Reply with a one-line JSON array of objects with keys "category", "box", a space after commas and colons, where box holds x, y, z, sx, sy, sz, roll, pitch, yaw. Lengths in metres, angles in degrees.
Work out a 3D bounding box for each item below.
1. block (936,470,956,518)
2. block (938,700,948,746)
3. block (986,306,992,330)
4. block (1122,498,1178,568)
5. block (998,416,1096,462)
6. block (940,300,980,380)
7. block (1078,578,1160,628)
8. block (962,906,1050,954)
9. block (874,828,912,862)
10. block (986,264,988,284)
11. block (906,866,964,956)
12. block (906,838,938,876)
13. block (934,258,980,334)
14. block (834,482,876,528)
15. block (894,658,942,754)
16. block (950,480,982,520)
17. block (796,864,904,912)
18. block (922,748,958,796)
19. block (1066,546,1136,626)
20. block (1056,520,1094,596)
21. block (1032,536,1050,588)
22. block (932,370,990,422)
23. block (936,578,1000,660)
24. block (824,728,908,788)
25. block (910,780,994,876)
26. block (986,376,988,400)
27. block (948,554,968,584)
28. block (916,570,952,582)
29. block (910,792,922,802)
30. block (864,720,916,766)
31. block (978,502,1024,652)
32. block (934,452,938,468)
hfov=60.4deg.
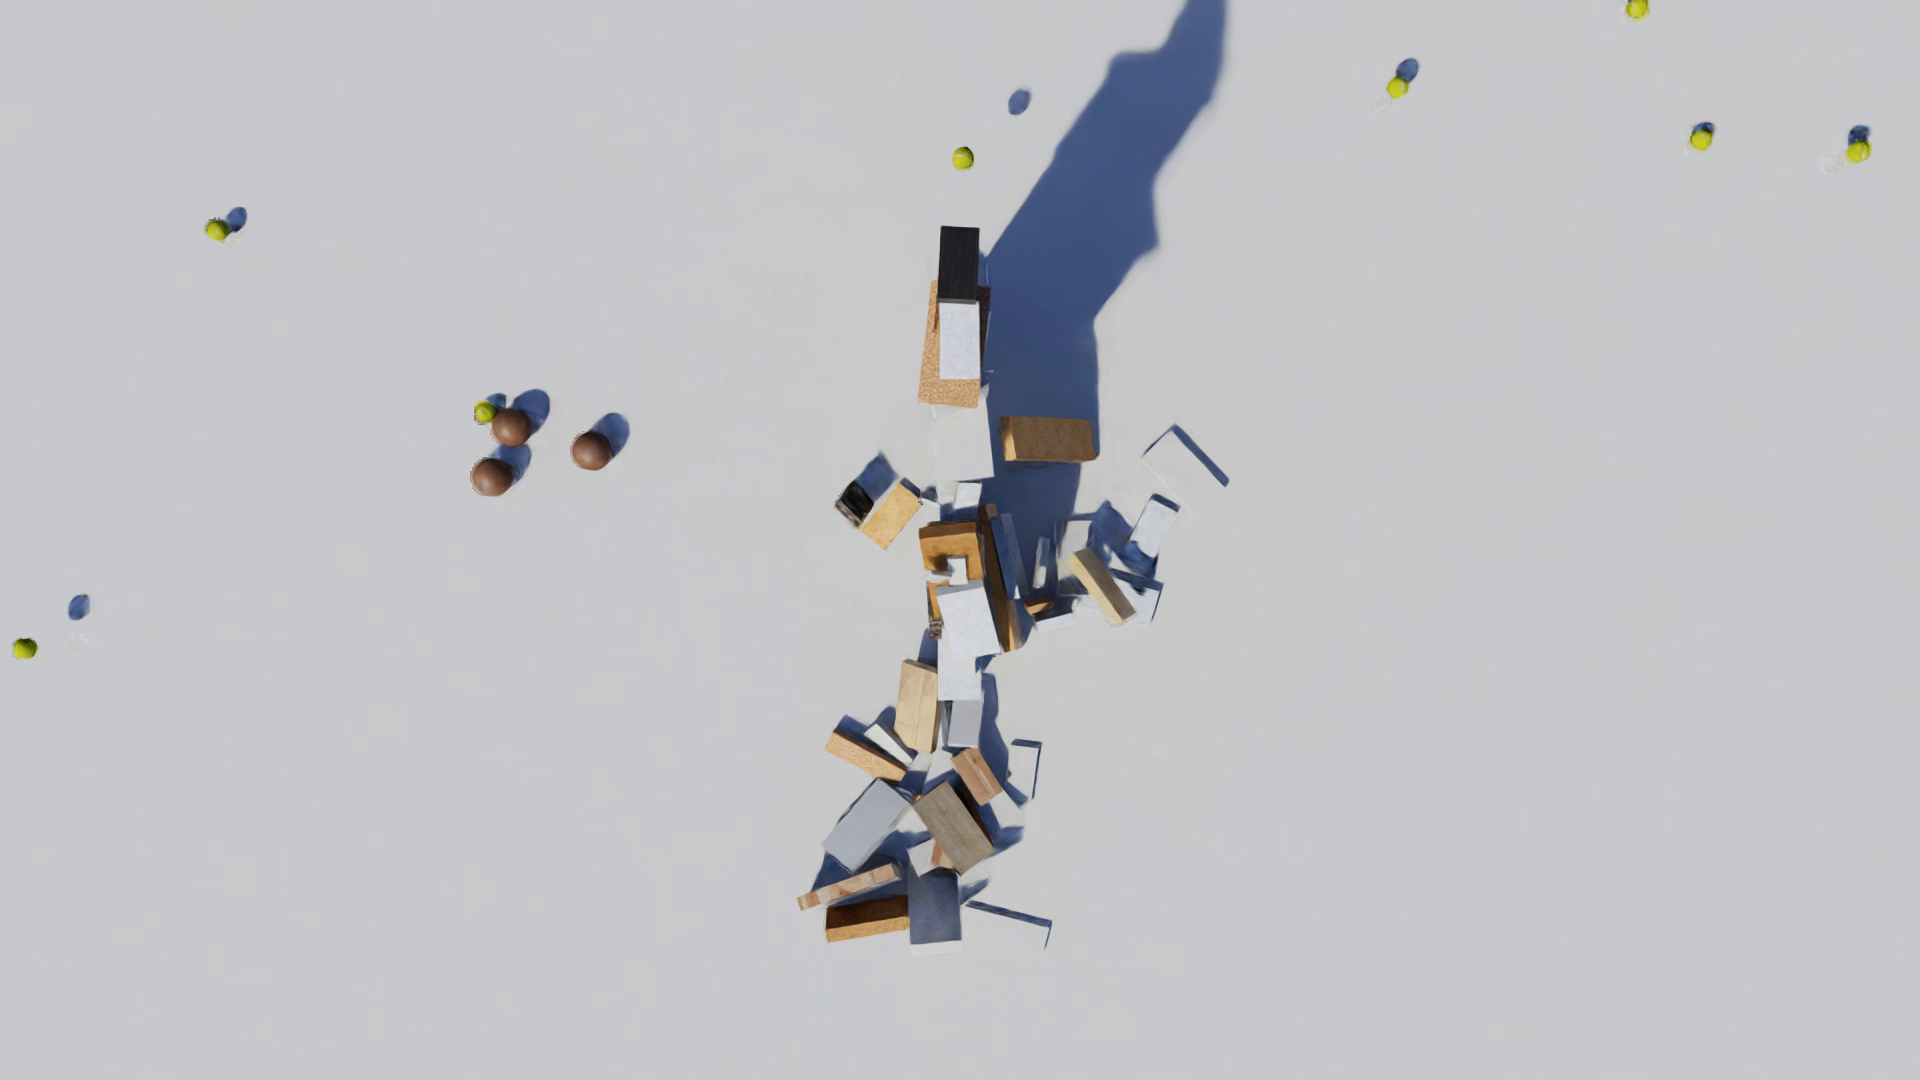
[{"category": "block", "box": [-0.029, -0.143, 4.930, 0.070, 0.020, 0.140, -9, 90, 0]}, {"category": "block", "box": [-0.087, 0.556, 5.453, 0.028, 0.097, 0.244, -6, 90, -39]}, {"category": "block", "box": [0.002, -0.585, 4.264, 0.150, 0.300, 0.042, -2, 89, 0]}, {"category": "block", "box": [0.631, -0.023, 5.485, 0.103, 0.029, 0.205, 27, 90, 0]}, {"category": "block", "box": [0.286, -0.319, 5.245, 0.038, 0.563, 0.133, -10, 87, 30]}, {"category": "block", "box": [-0.001, -0.488, 4.031, 0.096, 0.027, 0.192, -1, 91, 0]}, {"category": "block", "box": [0.526, 0.195, 5.483, 0.247, 0.035, 0.123, 17, 90, 0]}, {"category": "block", "box": [0.146, 1.295, 5.488, 0.289, 0.025, 0.087, 15, 90, 0]}, {"category": "block", "box": [-0.208, 1.009, 5.487, 0.182, 0.026, 0.091, 16, 90, 0]}, {"category": "block", "box": [-0.005, -0.721, 4.623, 0.162, 0.324, 0.046, -2, 90, 0]}, {"category": "block", "box": [-0.083, 1.185, 5.315, 0.163, 0.390, 0.046, -5, 117, -1]}, {"category": "block", "box": [-0.073, 1.020, 5.412, 0.184, 0.026, 0.092, -23, 90, -12]}, {"category": "block", "box": [-0.009, -0.601, 4.059, 0.096, 0.027, 0.192, 6, 90, 0]}, {"category": "block", "box": [-0.343, -0.117, 5.393, 0.029, 0.205, 0.103, -40, 99, 20]}, {"category": "block", "box": [-0.134, 0.545, 5.405, 0.144, 0.041, 0.288, 16, 112, 25]}, {"category": "block", "box": [0.017, -0.111, 4.890, 0.070, 0.020, 0.140, 3, 119, -15]}, {"category": "block", "box": [-0.360, 1.142, 5.411, 0.327, 0.163, 0.046, -20, 75, 2]}, {"category": "block", "box": [-0.061, 0.787, 5.427, 0.092, 0.026, 0.184, 18, 86, 7]}, {"category": "block", "box": [0.456, 0.149, 5.329, 0.038, 0.133, 0.266, -39, 81, 26]}, {"category": "block", "box": [0.382, 0.060, 5.456, 0.123, 0.035, 0.247, -2, 78, 0]}, {"category": "block", "box": [0.269, 0.075, 5.457, 0.024, 0.084, 0.167, 8, 90, -8]}, {"category": "block", "box": [-0.001, -0.376, 4.297, 0.150, 0.368, 0.042, -28, 90, 0]}, {"category": "block", "box": [0.026, 0.243, 5.002, 0.144, 0.041, 0.288, -11, 132, 4]}, {"category": "block", "box": [-0.312, 0.723, 5.467, 0.275, 0.024, 0.084, 28, 124, 0]}, {"category": "block", "box": [-0.024, 0.936, 5.371, 0.139, 0.039, 0.278, -35, 90, -13]}, {"category": "block", "box": [0.001, -0.421, 4.674, 0.151, 0.301, 0.043, -3, 89, 0]}, {"category": "block", "box": [-0.007, 0.089, 4.877, 0.053, 0.015, 0.106, -3, 134, 0]}, {"category": "block", "box": [-0.074, 0.106, 4.823, 0.053, 0.106, 0.015, -23, 72, 31]}, {"category": "block", "box": [-0.089, 0.922, 5.470, 0.091, 0.026, 0.182, -25, 90, 24]}, {"category": "block", "box": [-0.233, 0.682, 5.462, 0.174, 0.025, 0.087, 45, 131, 0]}, {"category": "block", "box": [0.130, 0.122, 5.428, 0.039, 0.139, 0.486, -11, 90, 14]}, {"category": "block", "box": [0.006, -0.232, 4.732, 0.151, 0.413, 0.043, -3, 92, 0]}]
